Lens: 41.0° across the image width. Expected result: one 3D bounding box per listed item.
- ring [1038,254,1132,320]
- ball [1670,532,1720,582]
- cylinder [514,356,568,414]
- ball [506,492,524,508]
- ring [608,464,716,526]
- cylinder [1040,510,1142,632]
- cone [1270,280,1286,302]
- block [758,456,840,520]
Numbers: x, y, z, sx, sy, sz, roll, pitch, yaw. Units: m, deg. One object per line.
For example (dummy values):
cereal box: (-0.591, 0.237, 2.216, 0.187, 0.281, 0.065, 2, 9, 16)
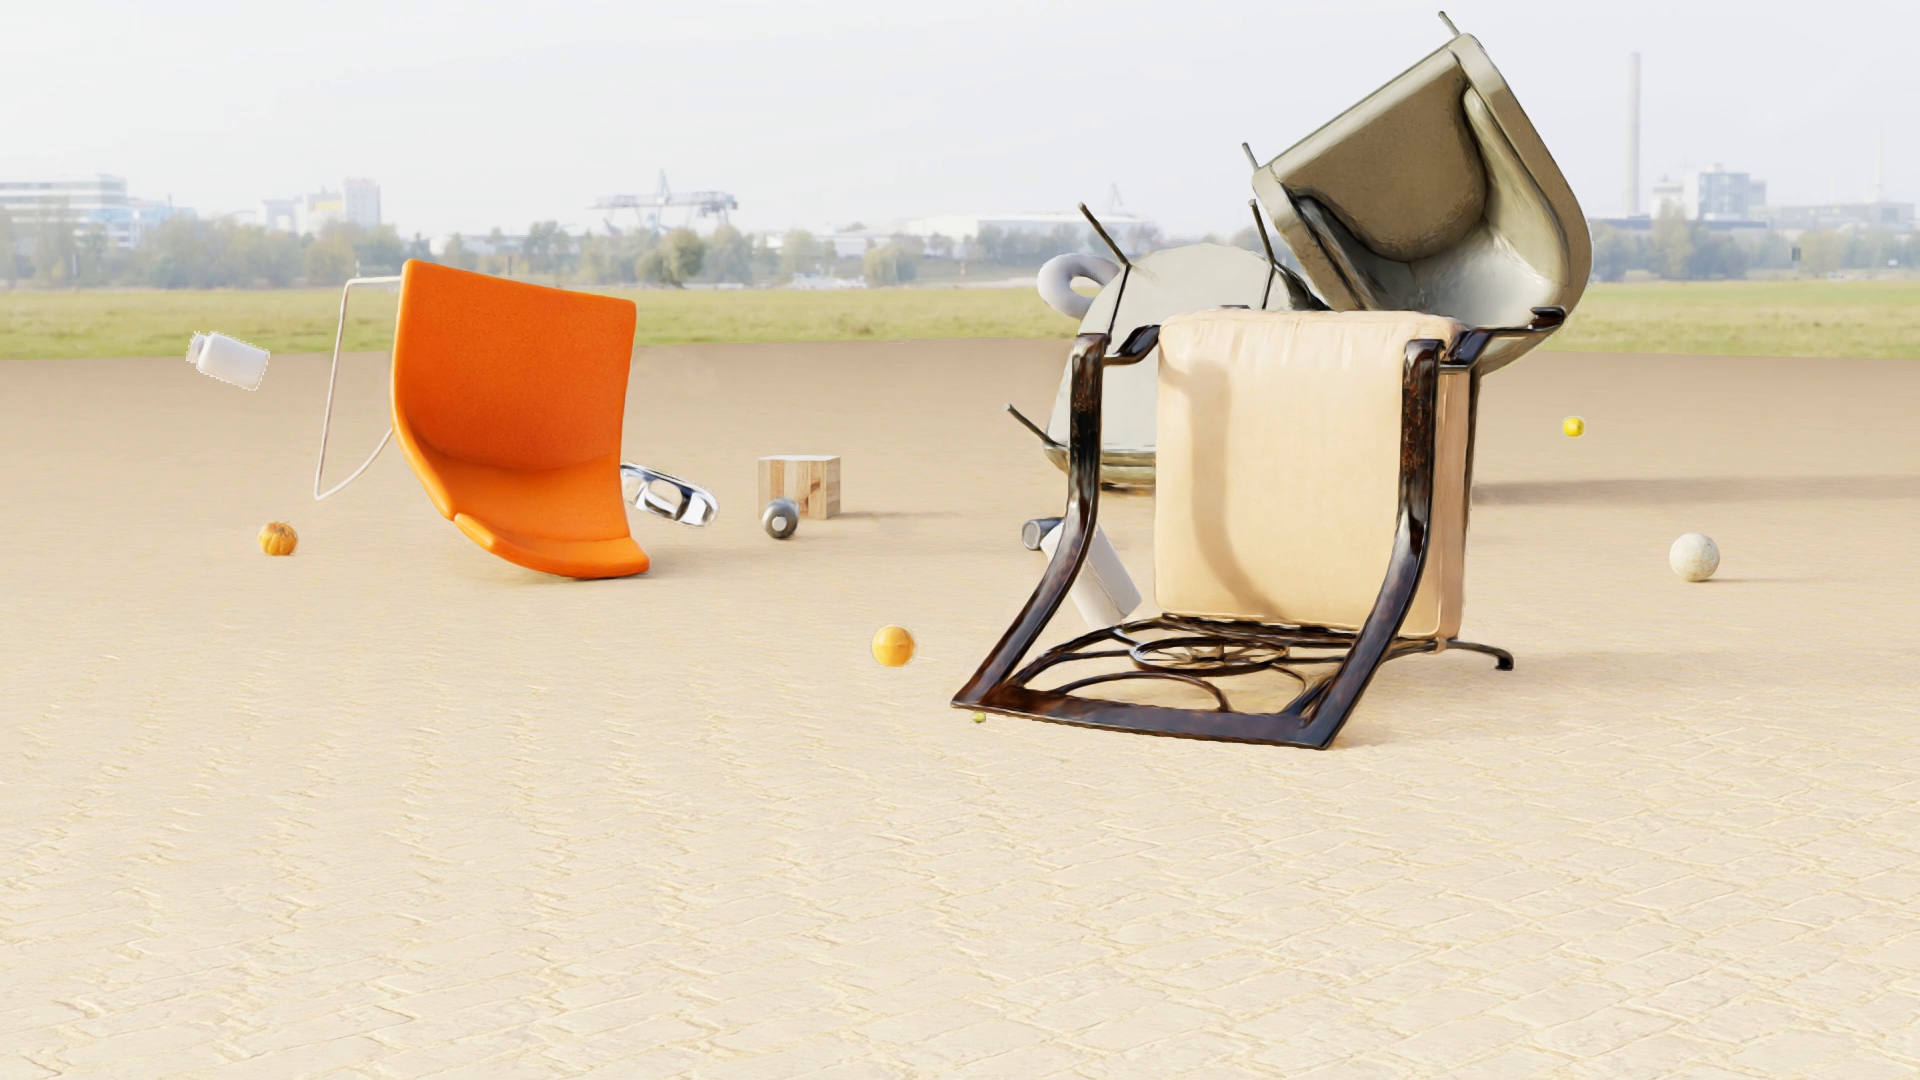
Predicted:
ring: (0.399, -0.808, 8.183, 0.322, 0.234, 0.072, 4, -22, -15)
ball: (1.586, 0.037, 5.539, 0.106, 0.106, 0.106, 0, 6, 0)
cylinder: (-1.116, -0.413, 6.835, 0.142, 0.081, 0.163, 32, -15, 5)
ball: (-1.262, -0.113, 7.262, 0.050, 0.050, 0.050, 0, 6, 0)
ring: (-0.761, -0.115, 6.572, 0.297, 0.096, 0.253, 19, 3, -28)
cylinder: (0.243, 0.058, 4.745, 0.123, 0.192, 0.091, -40, 16, -31)
cone: (1.009, -0.803, 8.160, 0.053, 0.054, 0.085, 7, 42, -3)
block: (-0.439, -0.145, 7.028, 0.190, 0.161, 0.165, 1, 6, 11)
